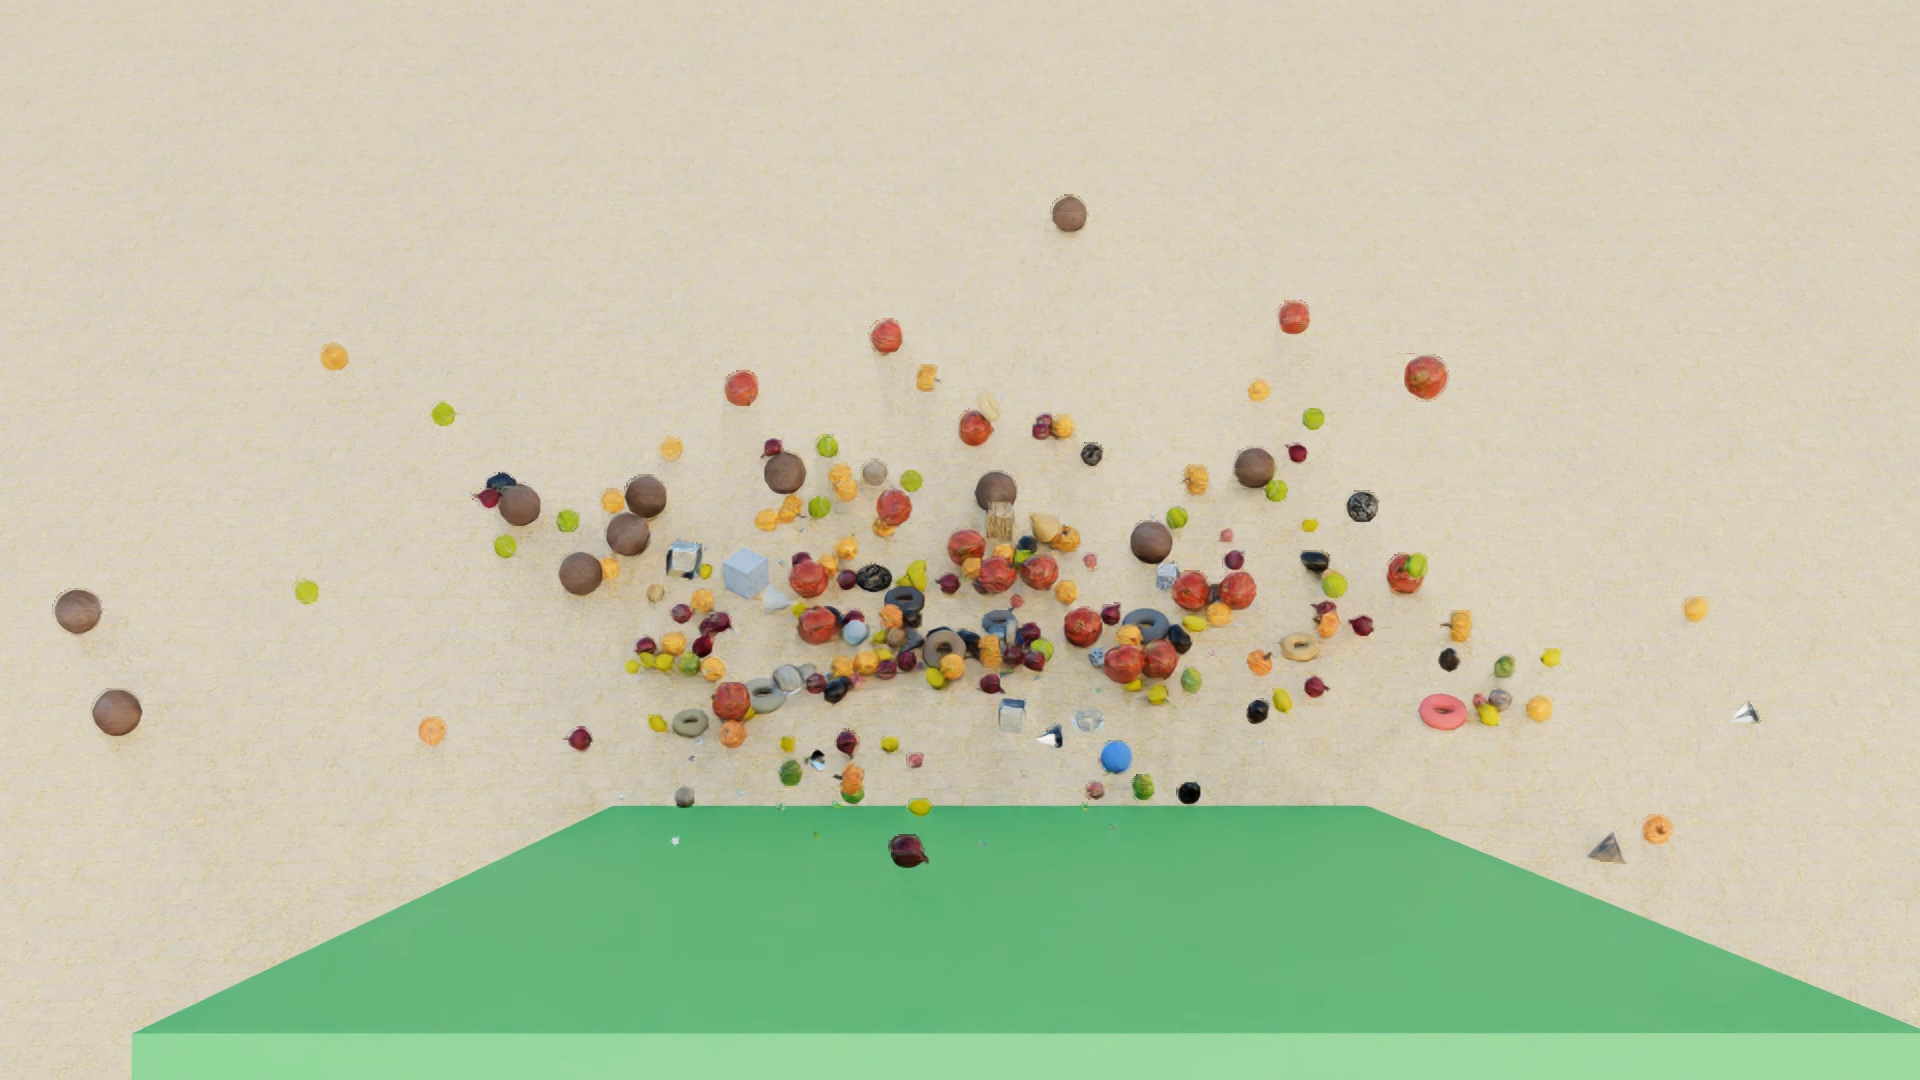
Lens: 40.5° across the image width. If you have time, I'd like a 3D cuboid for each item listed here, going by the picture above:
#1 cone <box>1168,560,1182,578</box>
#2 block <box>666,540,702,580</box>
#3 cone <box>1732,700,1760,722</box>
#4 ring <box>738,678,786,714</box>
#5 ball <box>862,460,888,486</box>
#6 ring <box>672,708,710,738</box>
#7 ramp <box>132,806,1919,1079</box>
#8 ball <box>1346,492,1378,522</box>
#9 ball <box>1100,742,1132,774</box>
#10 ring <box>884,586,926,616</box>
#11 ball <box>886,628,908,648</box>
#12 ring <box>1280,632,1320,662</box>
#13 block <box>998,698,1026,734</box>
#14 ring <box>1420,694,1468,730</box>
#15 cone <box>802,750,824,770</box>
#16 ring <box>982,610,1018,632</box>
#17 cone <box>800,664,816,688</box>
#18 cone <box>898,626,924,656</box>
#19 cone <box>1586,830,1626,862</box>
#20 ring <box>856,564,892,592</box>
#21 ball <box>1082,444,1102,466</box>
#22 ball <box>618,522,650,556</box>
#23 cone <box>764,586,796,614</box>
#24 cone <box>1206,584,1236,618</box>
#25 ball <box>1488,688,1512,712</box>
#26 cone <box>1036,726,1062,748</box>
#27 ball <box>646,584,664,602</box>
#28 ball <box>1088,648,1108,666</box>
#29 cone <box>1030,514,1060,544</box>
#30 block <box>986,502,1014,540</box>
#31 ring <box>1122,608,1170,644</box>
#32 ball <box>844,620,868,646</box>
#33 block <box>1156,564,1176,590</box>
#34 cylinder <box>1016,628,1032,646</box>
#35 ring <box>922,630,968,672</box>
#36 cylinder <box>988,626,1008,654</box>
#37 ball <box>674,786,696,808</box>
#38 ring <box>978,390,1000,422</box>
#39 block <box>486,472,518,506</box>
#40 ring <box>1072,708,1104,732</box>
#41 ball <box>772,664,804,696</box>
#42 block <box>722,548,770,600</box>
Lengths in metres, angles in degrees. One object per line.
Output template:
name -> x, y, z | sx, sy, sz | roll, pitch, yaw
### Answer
cone -> 0.646, 0.099, 7.825 | 0.059, 0.059, 0.059 | 40, 43, -2
block -> -0.826, 0.059, 7.796 | 0.083, 0.083, 0.083 | 11, 24, 9
cone -> 2.190, 0.493, 7.280 | 0.072, 0.072, 0.072 | -32, 36, 11
ring -> -0.557, 0.440, 7.343 | 0.136, 0.045, 0.136 | 0, 37, 0
ball -> -0.268, -0.210, 8.202 | 0.081, 0.081, 0.081 | 0, 36, 0
ring -> -0.753, 0.510, 7.255 | 0.105, 0.035, 0.105 | -1, 35, 0
ramp -> 0.080, 0.676, 4.886 | 2.000, 0.100, 4.000 | 0, -2, 0
ball -> 1.226, -0.100, 7.922 | 0.095, 0.095, 0.095 | 0, 36, 0
ball -> 0.427, 0.594, 7.097 | 0.085, 0.085, 0.085 | 0, 36, 0
ring -> -0.164, 0.181, 7.702 | 0.122, 0.041, 0.122 | 0, 37, 0
ball -> -0.182, 0.283, 7.493 | 0.059, 0.059, 0.059 | 0, 36, 0
ring -> 0.985, 0.309, 7.528 | 0.114, 0.038, 0.114 | -1, 37, 1
block -> 0.145, 0.491, 7.255 | 0.067, 0.067, 0.067 | 9, 37, 11
ring -> 1.355, 0.481, 7.288 | 0.135, 0.045, 0.135 | 1, 36, -1
cone -> -0.412, 0.606, 7.132 | 0.058, 0.058, 0.058 | -8, 27, 37
ring -> 0.117, 0.241, 7.623 | 0.104, 0.035, 0.104 | -1, 33, 1
cone -> -0.428, 0.396, 7.397 | 0.065, 0.065, 0.065 | -18, 58, -23
cone -> -0.153, 0.305, 7.532 | 0.082, 0.082, 0.082 | 33, 75, 36
cone -> 1.689, 0.818, 6.828 | 0.091, 0.091, 0.091 | -22, 33, 15
ring -> -0.257, 0.114, 7.797 | 0.109, 0.036, 0.109 | 0, 37, 0
ball -> 0.421, -0.272, 8.297 | 0.070, 0.070, 0.070 | 0, 36, 0
ball -> -0.992, -0.002, 7.901 | 0.100, 0.100, 0.100 | 0, 36, 0
cone -> -0.525, 0.181, 7.657 | 0.089, 0.089, 0.089 | 6, 37, 9
cone -> 0.763, 0.192, 7.683 | 0.091, 0.091, 0.091 | 7, 62, 10
ball -> 1.519, 0.451, 7.310 | 0.066, 0.066, 0.066 | 0, 36, 0
cone -> 0.241, 0.546, 7.163 | 0.067, 0.067, 0.067 | -5, 36, -11
ball -> -0.906, 0.156, 7.723 | 0.054, 0.054, 0.054 | 0, 36, 0
ball -> 0.397, 0.336, 7.477 | 0.054, 0.054, 0.054 | 0, 36, 0
cone -> 0.239, -0.055, 7.904 | 0.095, 0.095, 0.095 | -21, 49, 26
block -> 0.124, -0.061, 7.995 | 0.080, 0.080, 0.080 | 4, 35, 3
ring -> 0.543, 0.251, 7.599 | 0.141, 0.047, 0.141 | -1, 36, 1
ball -> -0.302, 0.269, 7.553 | 0.074, 0.074, 0.074 | 0, 36, 0
block -> 0.619, 0.112, 7.784 | 0.055, 0.055, 0.055 | 1, 36, 1
cylinder -> 0.178, 0.279, 7.556 | 0.052, 0.052, 0.052 | 5, 36, 7
ring -> -0.045, 0.321, 7.471 | 0.131, 0.044, 0.131 | 2, 66, -3
cylinder -> 0.111, 0.288, 7.538 | 0.059, 0.059, 0.059 | 0, 36, 0
ball -> -0.721, 0.673, 6.802 | 0.056, 0.056, 0.056 | 0, 36, 0
ring -> 0.092, -0.427, 8.302 | 0.036, 0.108, 0.108 | -26, 30, 22
block -> -1.436, -0.160, 8.146 | 0.067, 0.067, 0.067 | -30, 46, -35
ring -> 0.360, 0.502, 7.270 | 0.090, 0.030, 0.090 | 0, 37, 0
ball -> -0.483, 0.393, 7.300 | 0.088, 0.088, 0.088 | 0, 36, 0
block -> -0.640, 0.100, 7.765 | 0.096, 0.096, 0.096 | 24, 43, 29
